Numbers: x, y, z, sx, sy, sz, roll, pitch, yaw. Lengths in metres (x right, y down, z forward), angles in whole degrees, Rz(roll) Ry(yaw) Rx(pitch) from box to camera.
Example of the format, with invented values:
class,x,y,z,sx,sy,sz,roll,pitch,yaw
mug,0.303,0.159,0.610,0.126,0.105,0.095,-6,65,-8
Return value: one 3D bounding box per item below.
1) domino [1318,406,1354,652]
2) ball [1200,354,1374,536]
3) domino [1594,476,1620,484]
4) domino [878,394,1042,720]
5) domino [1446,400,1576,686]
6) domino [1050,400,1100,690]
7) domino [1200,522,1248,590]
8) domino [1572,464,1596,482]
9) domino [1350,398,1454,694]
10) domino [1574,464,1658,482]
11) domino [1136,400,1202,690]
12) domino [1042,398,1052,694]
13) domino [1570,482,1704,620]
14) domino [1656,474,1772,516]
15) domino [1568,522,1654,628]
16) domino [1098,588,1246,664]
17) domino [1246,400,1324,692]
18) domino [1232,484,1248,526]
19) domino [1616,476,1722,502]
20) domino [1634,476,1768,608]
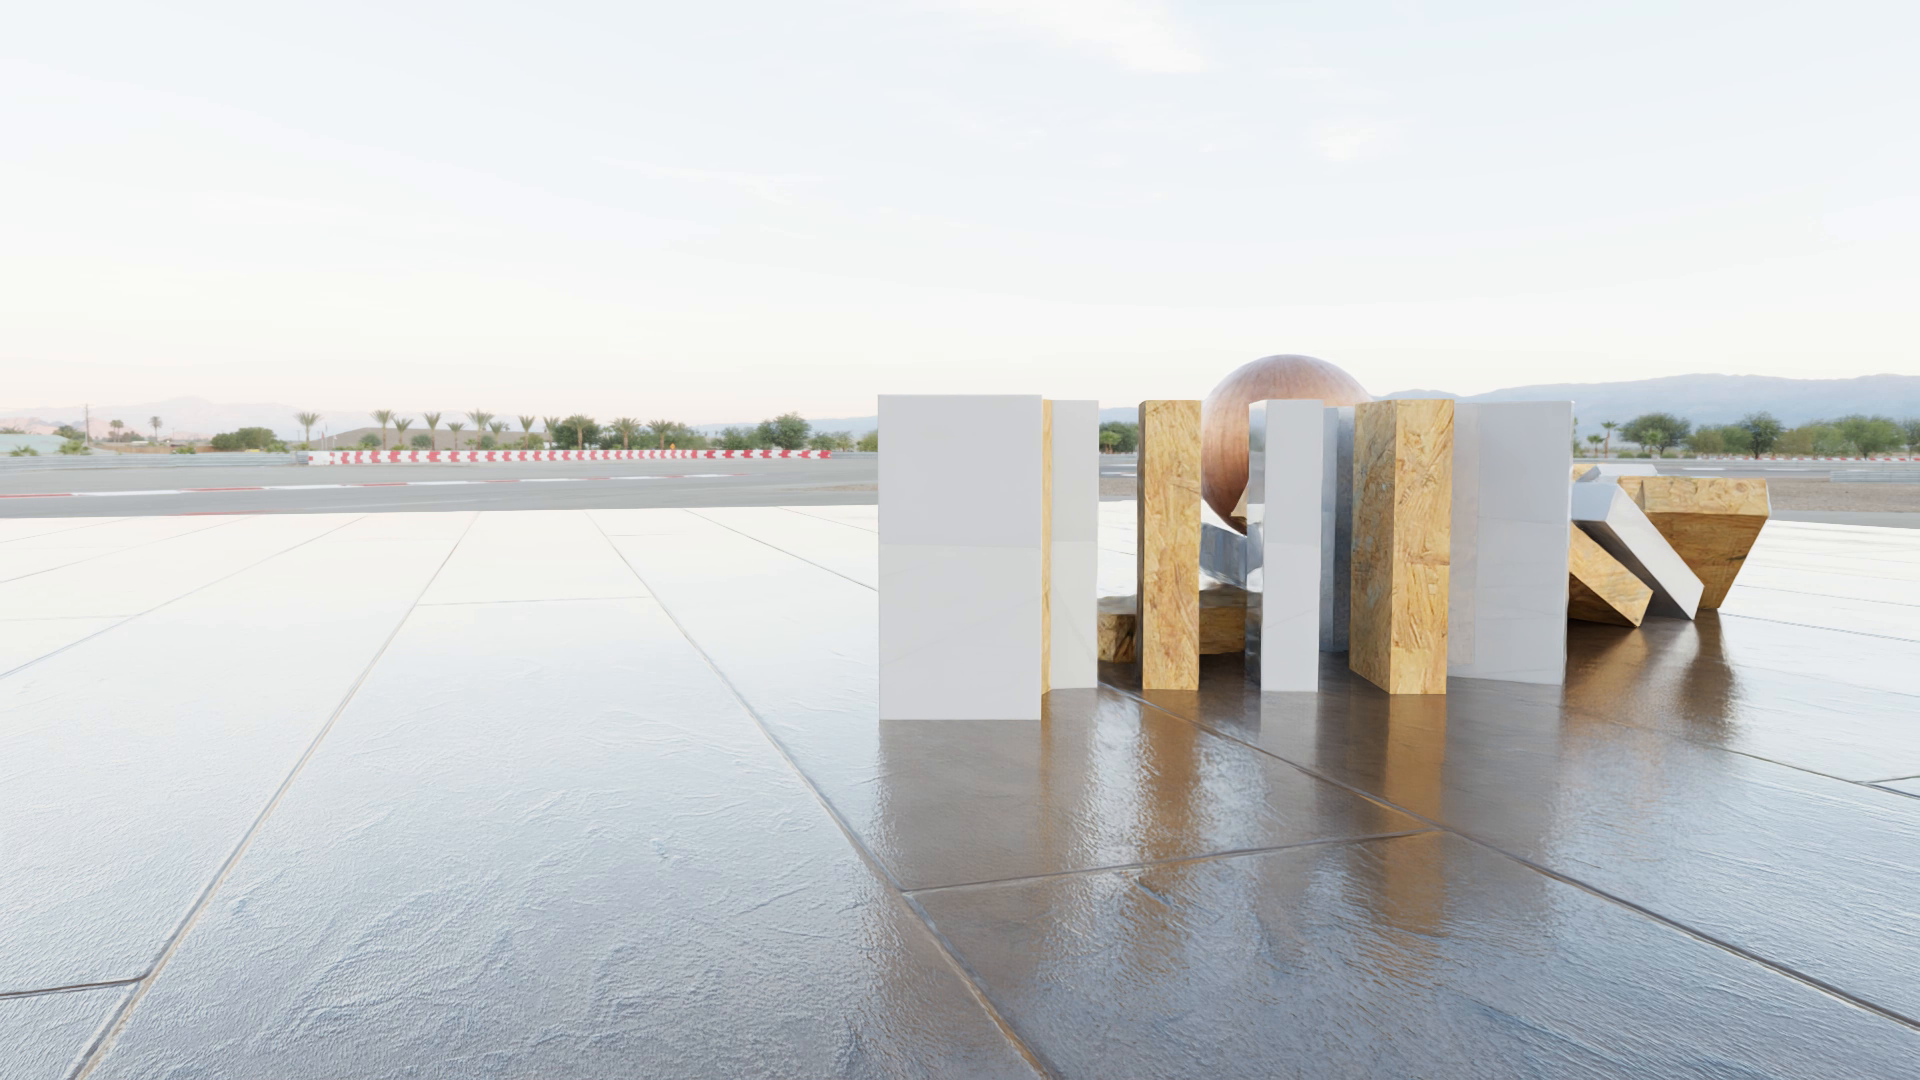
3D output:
class,x,y,z,sx,sy,sz,roll,pitch,yaw
domino,0.084,-0.003,0.271,0.025,0.050,0.010,-3,5,-32
ball,0.137,-0.038,0.539,0.080,0.080,0.080,0,4,0
domino,0.191,-0.002,0.374,0.025,0.010,0.050,0,-27,5
domino,0.000,0.002,0.201,0.025,0.050,0.010,0,4,0
domino,0.097,0.000,0.234,0.025,0.050,0.010,2,5,29
domino,0.017,0.000,0.234,0.010,0.050,0.025,-1,4,-9
domino,0.071,0.008,0.294,0.050,0.009,0.025,19,-1,-15
domino,0.193,-0.008,0.433,0.025,0.010,0.050,-2,-30,-24
domino,0.078,0.000,0.229,0.010,0.050,0.025,0,4,1
domino,0.200,-0.007,0.418,0.025,0.010,0.050,-2,-30,-24
domino,0.038,0.000,0.233,0.010,0.050,0.025,0,4,5
domino,0.002,0.001,0.221,0.025,0.050,0.010,2,5,23
domino,0.154,0.003,0.307,0.050,0.010,0.025,34,-16,-33
domino,0.186,0.000,0.335,0.025,0.009,0.050,3,-26,8
domino,0.135,0.004,0.299,0.050,0.010,0.025,31,-11,-26
domino,0.046,0.018,0.271,0.050,0.010,0.025,-2,5,-28
domino,0.058,0.000,0.231,0.009,0.050,0.025,0,4,6
domino,0.090,0.003,0.297,0.050,0.010,0.025,29,-3,-12
domino,0.187,-0.001,0.355,0.025,0.009,0.050,1,-27,6
domino,0.179,0.001,0.317,0.025,0.009,0.050,3,-27,19
